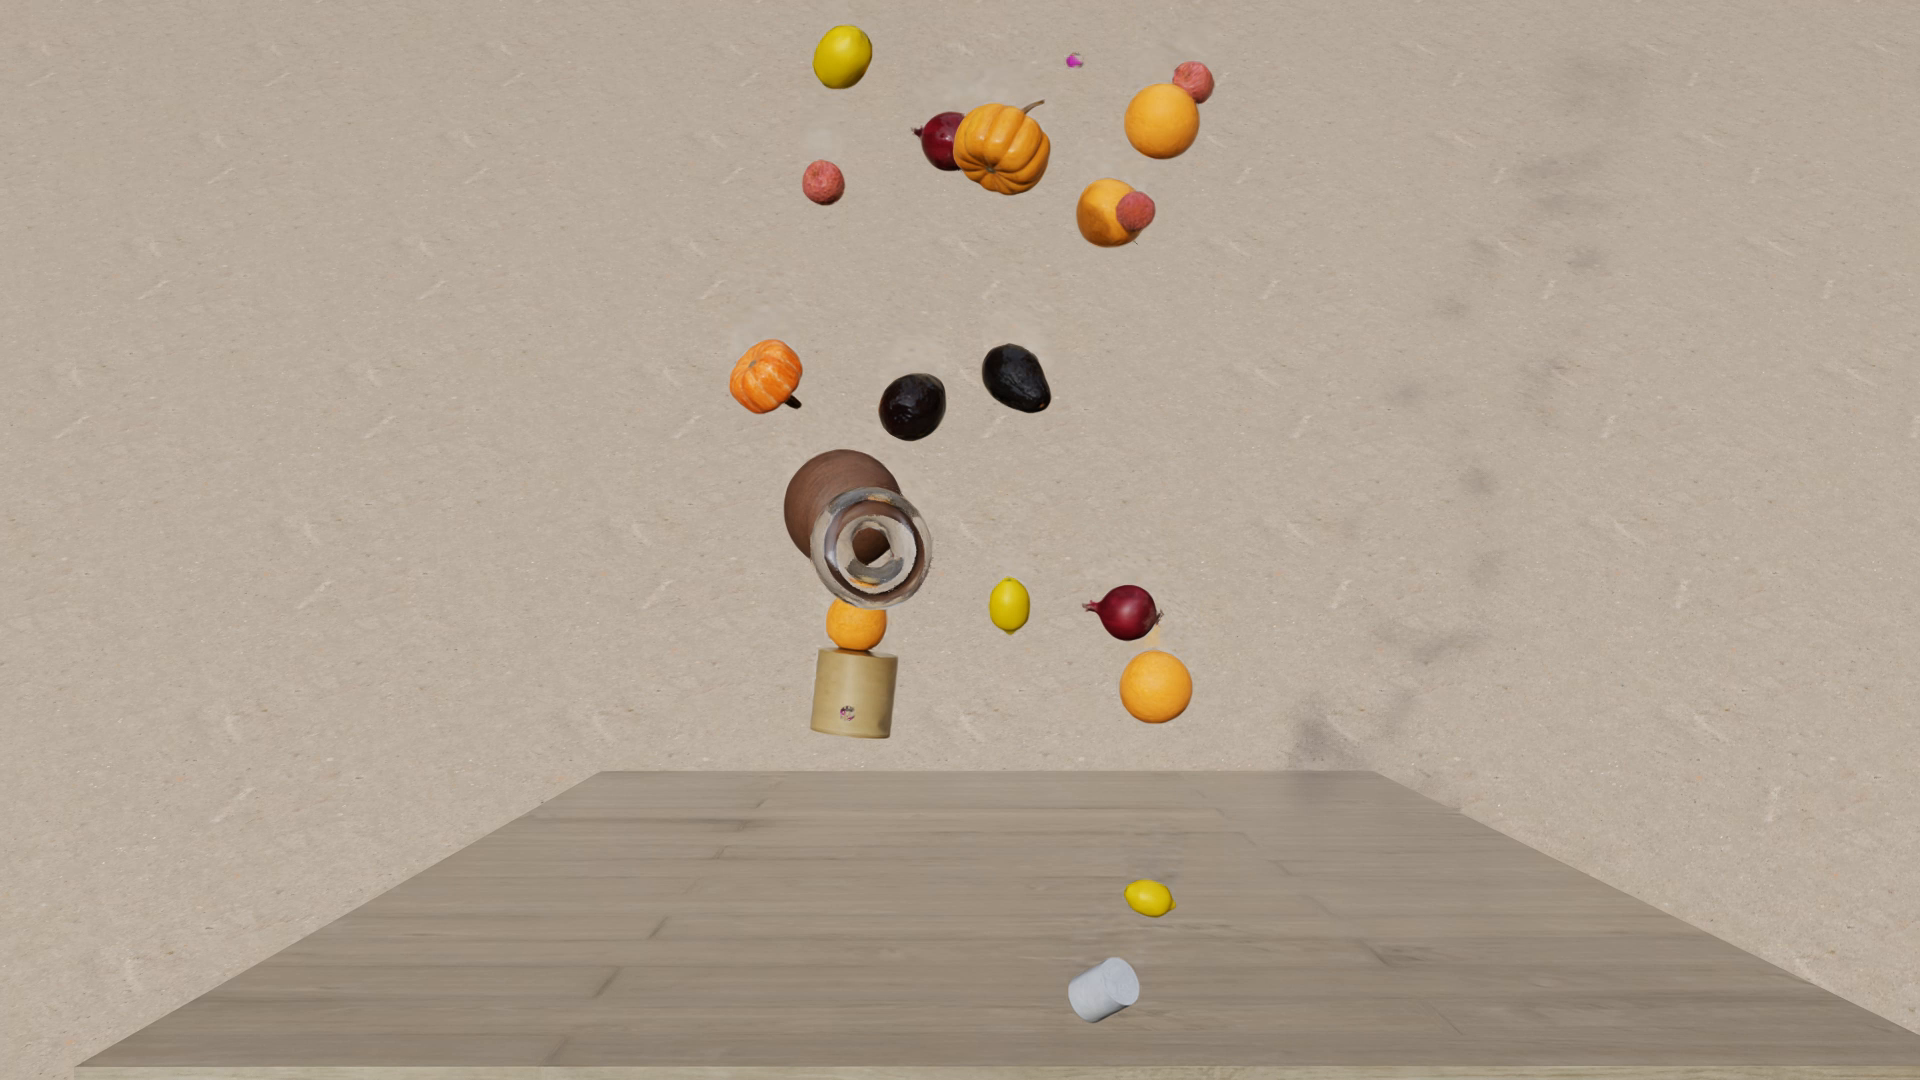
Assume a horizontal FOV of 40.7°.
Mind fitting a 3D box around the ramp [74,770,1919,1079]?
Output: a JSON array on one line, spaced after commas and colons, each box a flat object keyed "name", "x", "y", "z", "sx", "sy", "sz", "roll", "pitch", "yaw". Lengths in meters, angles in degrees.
[{"name": "ramp", "x": 0.071, "y": 0.625, "z": 4.714, "sx": 2.000, "sy": 0.100, "sz": 4.000, "roll": 0, "pitch": -1, "yaw": 0}]

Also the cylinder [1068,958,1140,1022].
[{"name": "cylinder", "x": 0.154, "y": 0.483, "z": 2.781, "sx": 0.054, "sy": 0.054, "sz": 0.054, "roll": 26, "pitch": 47, "yaw": -31}]

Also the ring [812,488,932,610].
[{"name": "ring", "x": -0.086, "y": 0.008, "z": 2.520, "sx": 0.123, "sy": 0.123, "sz": 0.041, "roll": -15, "pitch": -8, "yaw": -23}]

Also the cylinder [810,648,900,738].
[{"name": "cylinder", "x": -0.121, "y": 0.175, "z": 2.978, "sx": 0.093, "sy": 0.093, "sz": 0.093, "roll": 6, "pitch": 2, "yaw": 0}]
